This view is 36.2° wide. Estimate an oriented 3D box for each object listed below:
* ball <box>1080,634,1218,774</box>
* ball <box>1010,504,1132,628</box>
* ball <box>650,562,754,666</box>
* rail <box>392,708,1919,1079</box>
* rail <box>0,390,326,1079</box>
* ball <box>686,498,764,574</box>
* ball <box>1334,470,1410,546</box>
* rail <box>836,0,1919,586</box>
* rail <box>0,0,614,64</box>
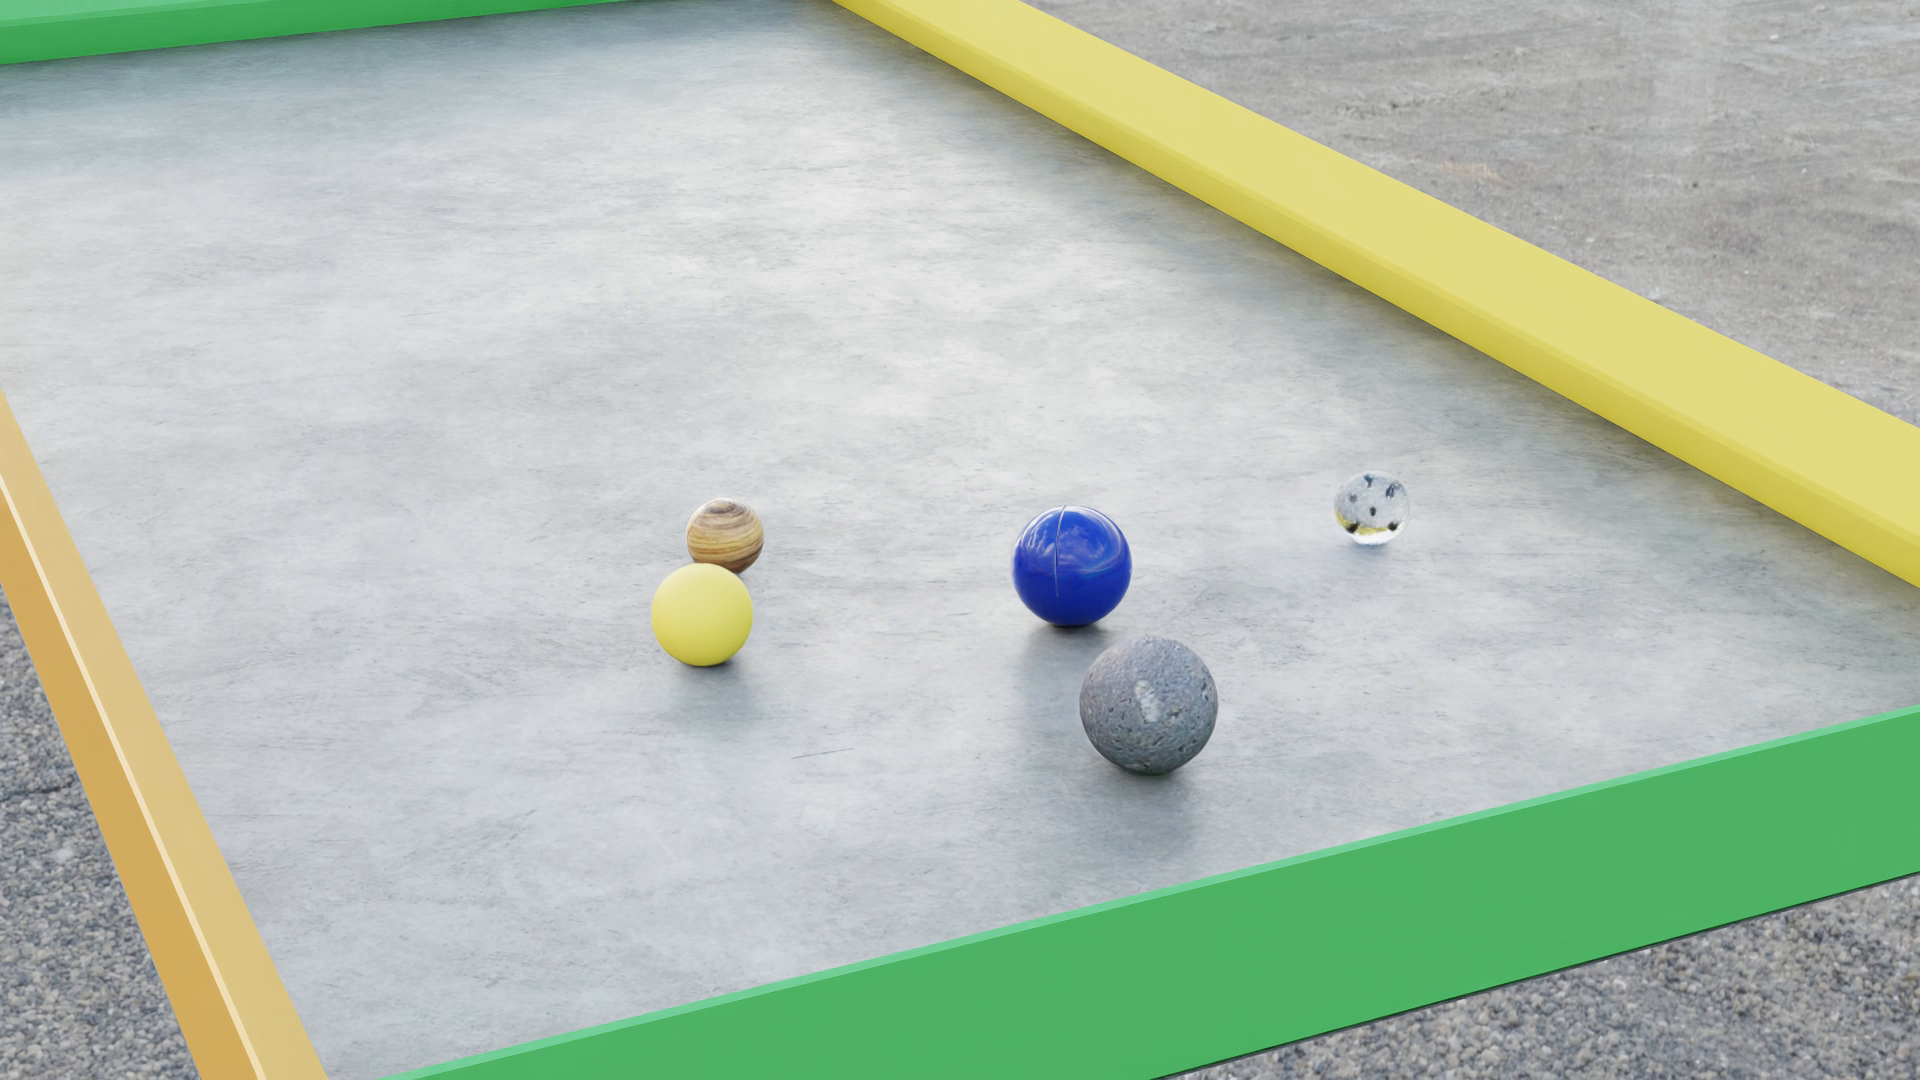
[{"bbox_3d":[0.125,0.109,1.954,0.092,0.092,0.092,0,23,0],"label":"ball"},{"bbox_3d":[0.082,0.019,2.165,0.090,0.090,0.090,0,23,0],"label":"ball"},{"bbox_3d":[-0.185,0.053,2.107,0.074,0.074,0.074,0,23,0],"label":"ball"},{"bbox_3d":[0.265,0.205,1.696,1.325,0.120,0.045,-10,26,-23],"label":"rail"},{"bbox_3d":[-0.854,-0.149,2.512,0.045,0.120,2.605,-10,26,-23],"label":"rail"},{"bbox_3d":[-0.180,-0.003,2.252,0.060,0.060,0.060,0,23,0],"label":"ball"},{"bbox_3d":[0.323,-0.025,2.306,0.059,0.059,0.059,0,23,0],"label":"ball"},{"bbox_3d":[0.305,-0.364,3.006,0.045,0.120,2.605,-10,26,-23],"label":"rail"},{"bbox_3d":[-0.814,-0.718,3.822,1.325,0.120,0.045,-10,26,-23],"label":"rail"}]
